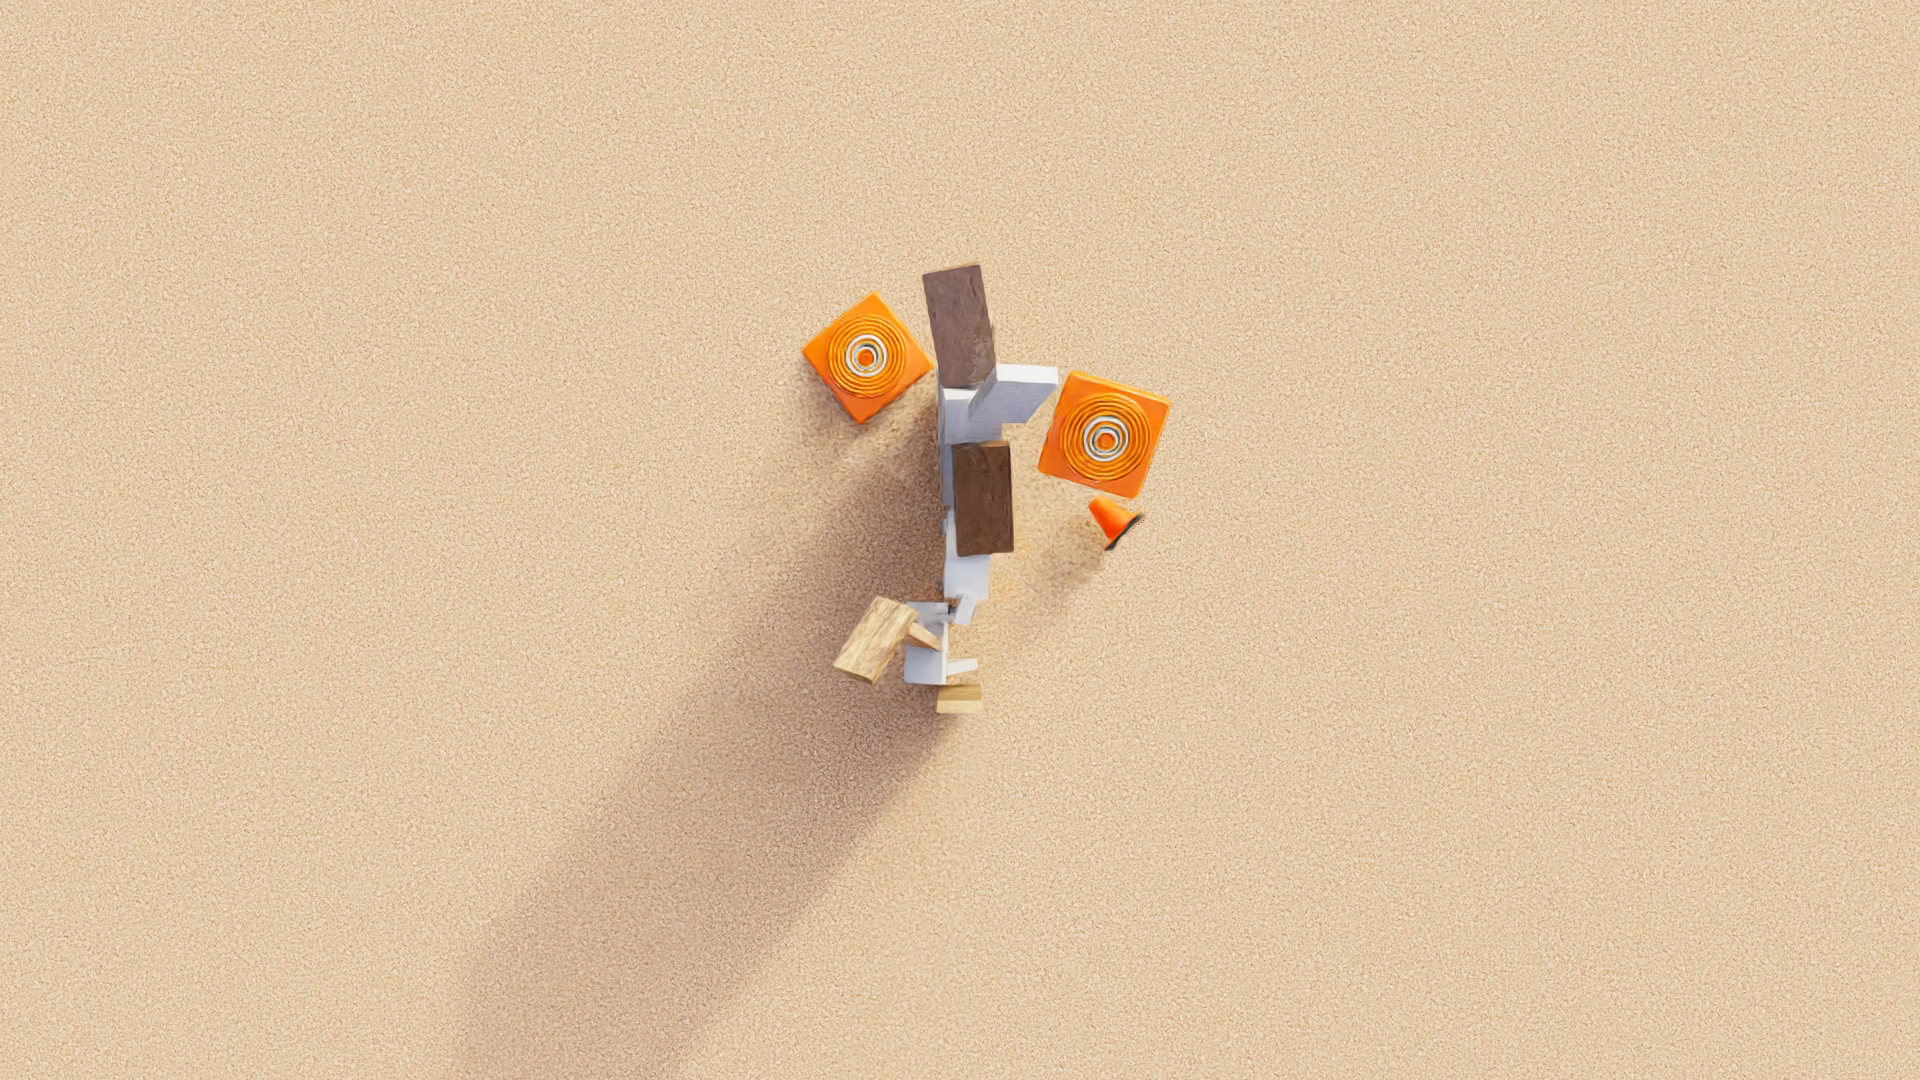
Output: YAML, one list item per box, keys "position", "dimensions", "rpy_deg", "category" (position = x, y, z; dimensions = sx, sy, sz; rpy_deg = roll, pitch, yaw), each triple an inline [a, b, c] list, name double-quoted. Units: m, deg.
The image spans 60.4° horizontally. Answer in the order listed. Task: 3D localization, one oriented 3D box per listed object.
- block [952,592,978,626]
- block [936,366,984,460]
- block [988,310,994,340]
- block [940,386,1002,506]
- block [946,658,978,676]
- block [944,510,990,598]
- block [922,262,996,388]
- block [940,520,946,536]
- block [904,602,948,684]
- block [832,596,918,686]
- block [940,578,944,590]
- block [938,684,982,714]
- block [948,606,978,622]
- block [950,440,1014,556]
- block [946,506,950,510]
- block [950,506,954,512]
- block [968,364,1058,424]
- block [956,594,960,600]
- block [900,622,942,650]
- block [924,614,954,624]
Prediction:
- position: [0.016, 0.212, 5.074]
  dimensions: [0.050, 0.014, 0.101]
  rpy_deg: [11, 107, -25]
  category: "block"
- position: [0.018, -0.388, 5.132]
  dimensions: [0.174, 0.049, 0.348]
  rpy_deg: [-4, 131, -3]
  category: "block"
- position: [0.018, -0.577, 5.213]
  dimensions: [0.174, 0.582, 0.049]
  rpy_deg: [-5, 74, -1]
  category: "block"
- position: [0.034, -0.287, 5.092]
  dimensions: [0.177, 0.050, 0.433]
  rpy_deg: [-6, 134, -9]
  category: "block"
- position: [-0.049, 0.411, 5.357]
  dimensions: [0.128, 0.257, 0.036]
  rpy_deg: [-2, 90, 22]
  category: "block"
- position: [0.023, 0.047, 5.204]
  dimensions: [0.136, 0.039, 0.273]
  rpy_deg: [2, 90, -3]
  category: "block"
- position: [0.001, -0.638, 4.899]
  dimensions: [0.174, 0.049, 0.348]
  rpy_deg: [-10, 110, 1]
  category: "block"
- position: [0.008, -0.041, 5.359]
  dimensions: [0.136, 0.273, 0.039]
  rpy_deg: [-1, 87, -3]
  category: "block"
- position: [-0.107, 0.326, 5.222]
  dimensions: [0.128, 0.036, 0.257]
  rpy_deg: [2, 91, 22]
  category: "block"
- position: [-0.251, 0.297, 4.901]
  dimensions: [0.134, 0.038, 0.268]
  rpy_deg: [16, 58, 27]
  category: "block"
- position: [0.008, 0.141, 5.360]
  dimensions: [0.136, 0.273, 0.039]
  rpy_deg: [1, 88, -3]
  category: "block"
- position: [-0.001, 0.500, 5.219]
  dimensions: [0.134, 0.561, 0.038]
  rpy_deg: [0, 90, 0]
  category: "block"
- position: [-0.050, 0.240, 5.357]
  dimensions: [0.128, 0.256, 0.036]
  rpy_deg: [-1, 90, 22]
  category: "block"
- position: [0.071, -0.127, 5.093]
  dimensions: [0.177, 0.050, 0.355]
  rpy_deg: [-5, 114, -6]
  category: "block"
- position: [0.011, -0.118, 5.395]
  dimensions: [0.102, 0.204, 0.029]
  rpy_deg: [-1, 90, -3]
  category: "block"
- position: [0.020, -0.184, 5.279]
  dimensions: [0.102, 0.029, 0.204]
  rpy_deg: [0, 90, -3]
  category: "block"
- position: [0.149, -0.420, 4.778]
  dimensions: [0.177, 0.355, 0.050]
  rpy_deg: [2, 75, -13]
  category: "block"
- position: [0.020, 0.180, 5.132]
  dimensions: [0.050, 0.101, 0.014]
  rpy_deg: [3, 95, -7]
  category: "block"
- position: [-0.165, 0.287, 5.081]
  dimensions: [0.134, 0.268, 0.038]
  rpy_deg: [8, 78, 21]
  category: "block"
- position: [-0.052, 0.245, 5.136]
  dimensions: [0.119, 0.050, 0.014]
  rpy_deg: [-12, 79, 38]
  category: "block"
